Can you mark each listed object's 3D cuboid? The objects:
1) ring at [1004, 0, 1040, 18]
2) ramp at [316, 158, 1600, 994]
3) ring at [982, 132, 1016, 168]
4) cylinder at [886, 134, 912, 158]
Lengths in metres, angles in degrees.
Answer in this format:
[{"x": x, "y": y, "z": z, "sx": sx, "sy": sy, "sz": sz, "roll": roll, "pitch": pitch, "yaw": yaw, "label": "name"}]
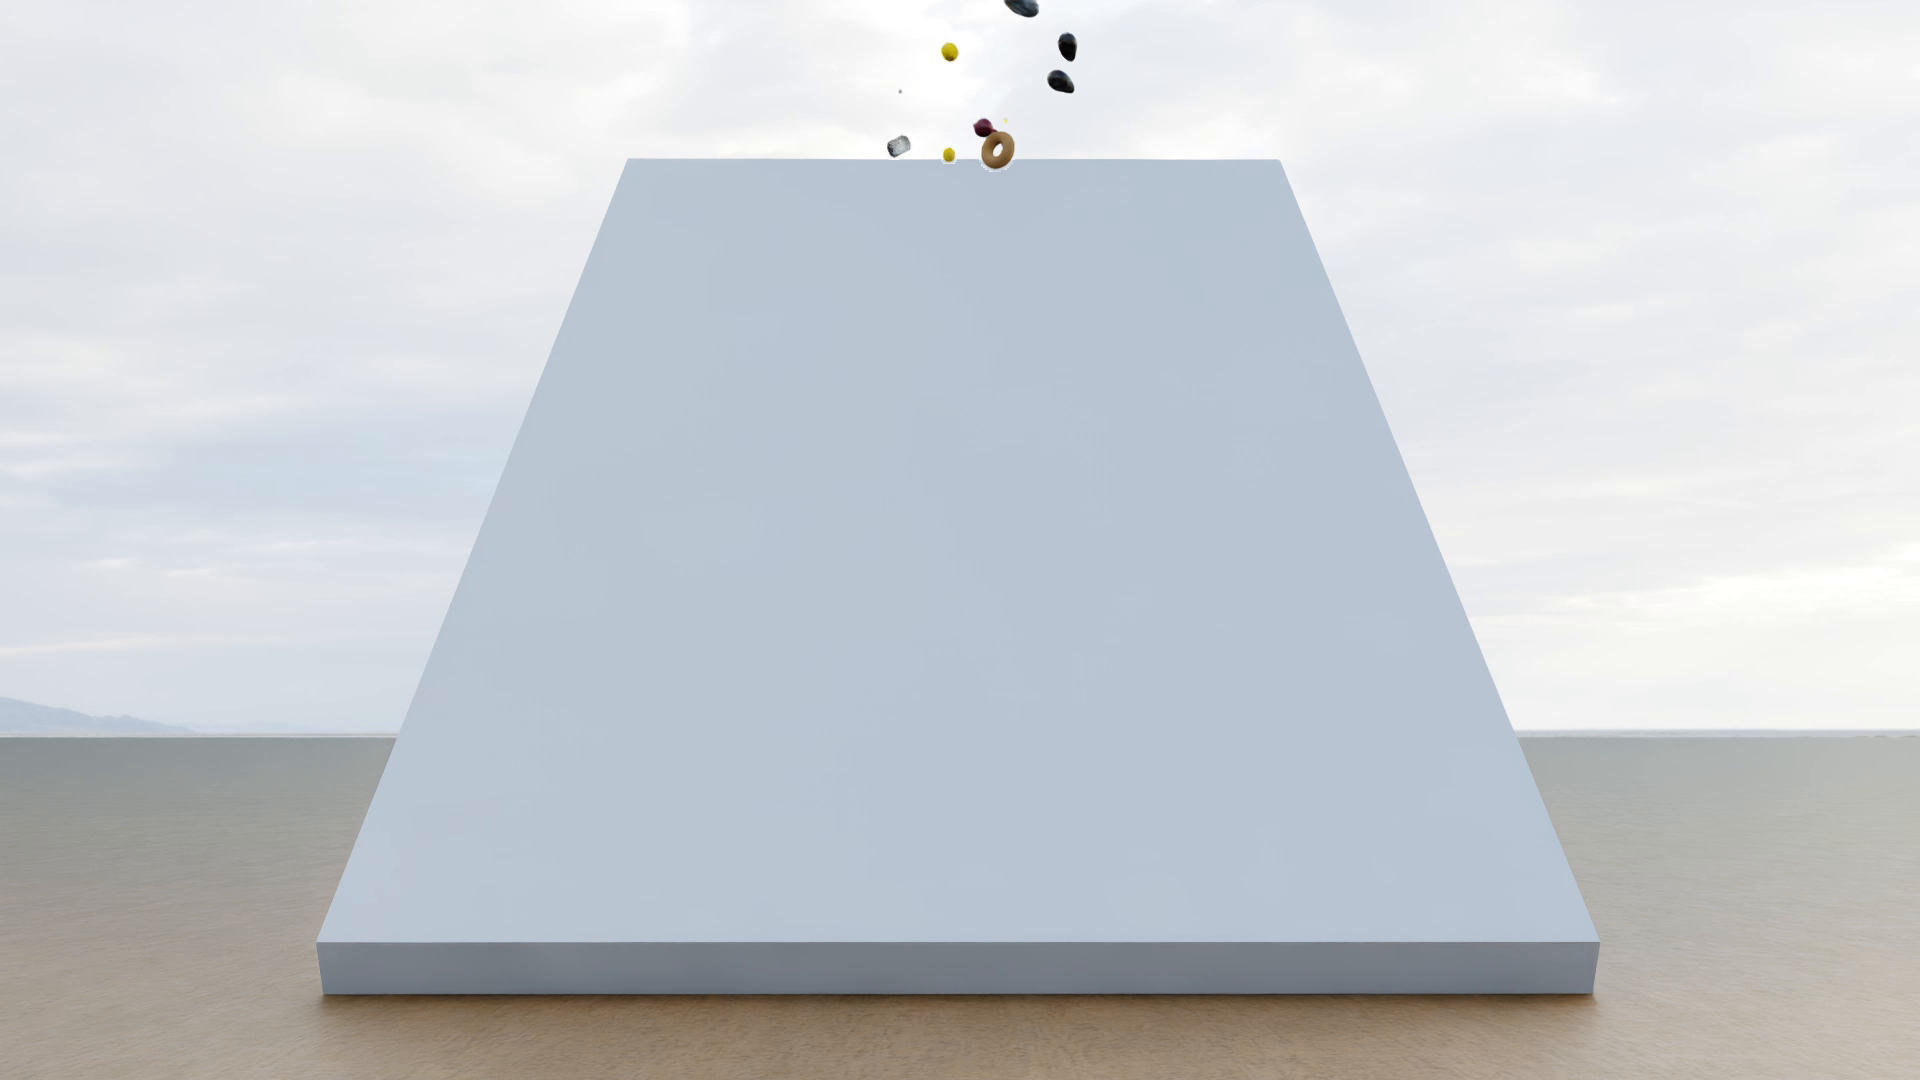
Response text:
[{"x": 0.183, "y": -1.601, "z": 7.061, "sx": 0.118, "sy": 0.039, "sz": 0.118, "roll": 26, "pitch": -9, "yaw": 5, "label": "ring"}, {"x": -0.010, "y": -0.227, "z": 5.493, "sx": 2.000, "sy": 0.100, "sz": 4.000, "roll": 0, "pitch": 27, "yaw": 0, "label": "ramp"}, {"x": 0.113, "y": -1.160, "z": 7.034, "sx": 0.117, "sy": 0.117, "sz": 0.039, "roll": -3, "pitch": -13, "yaw": 37, "label": "ring"}, {"x": -0.183, "y": -1.179, "z": 7.086, "sx": 0.053, "sy": 0.053, "sz": 0.053, "roll": -21, "pitch": -16, "yaw": 36, "label": "cylinder"}]
